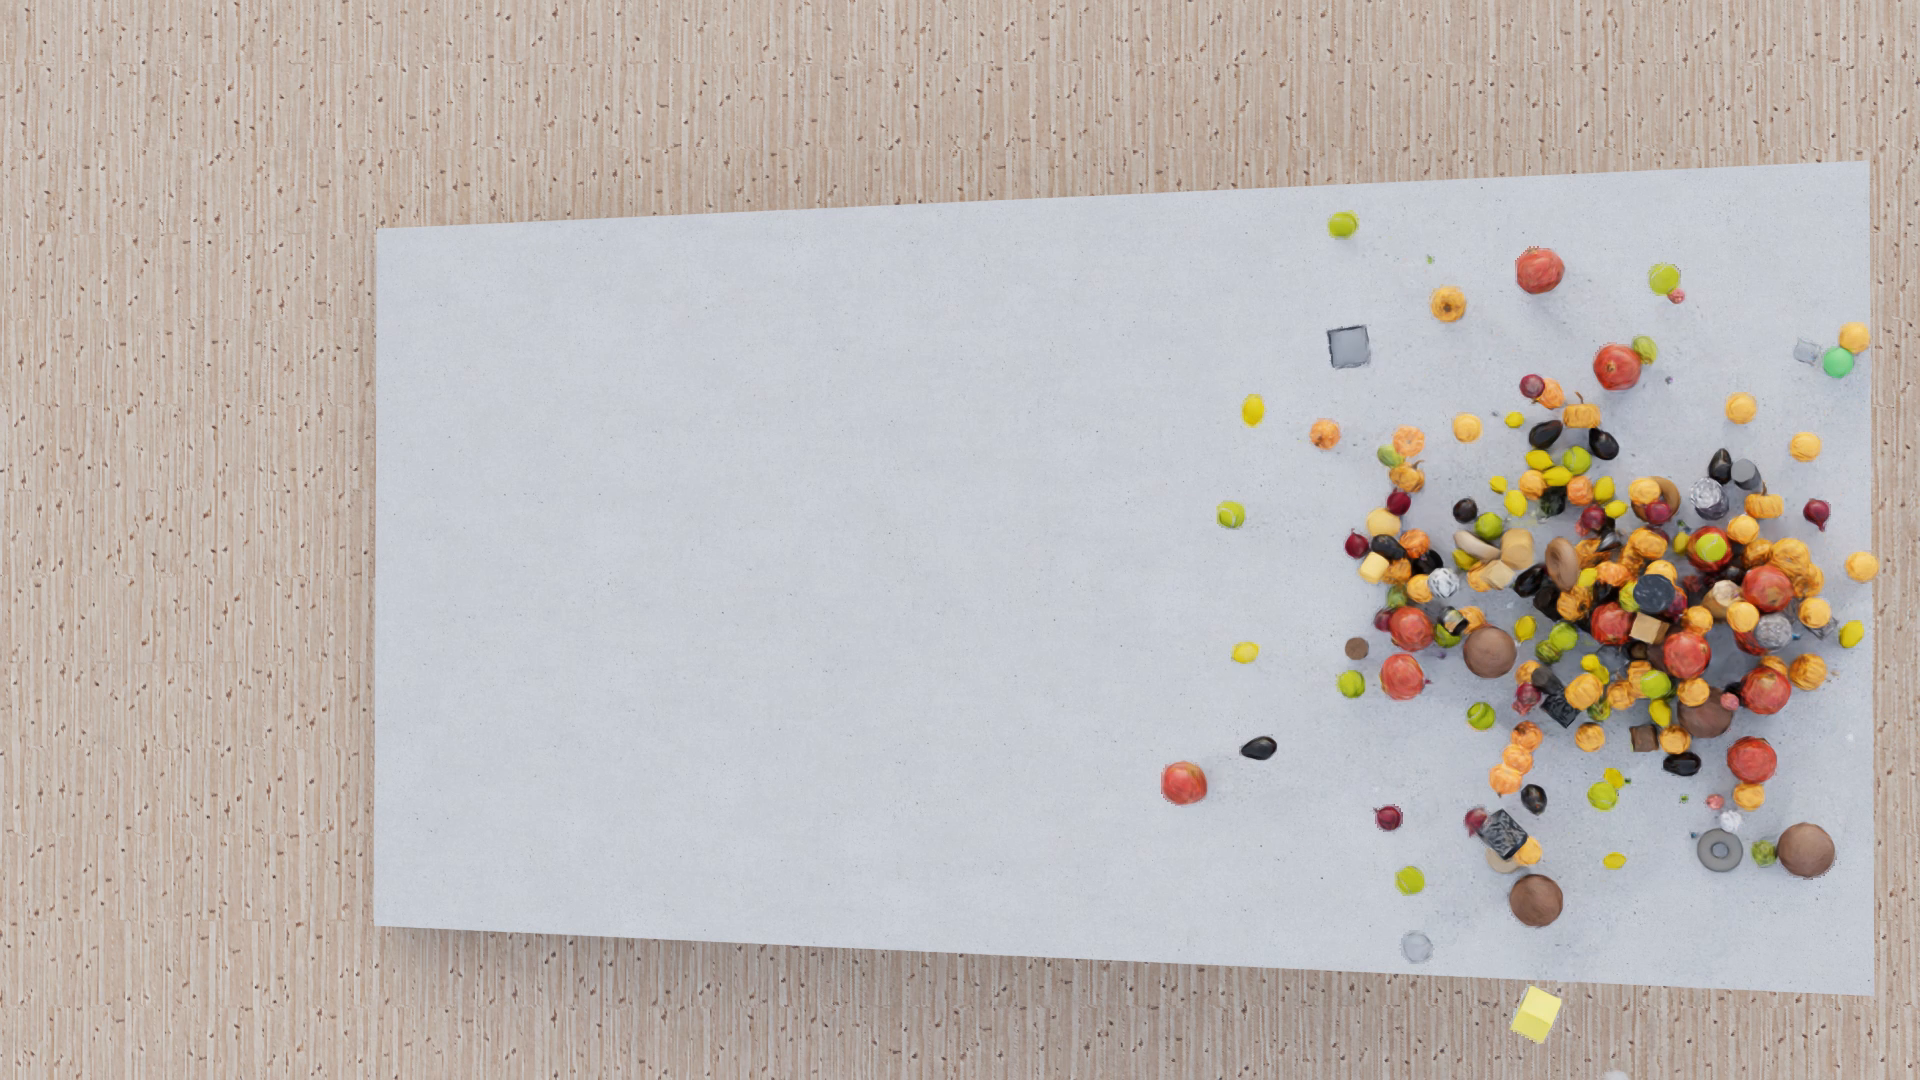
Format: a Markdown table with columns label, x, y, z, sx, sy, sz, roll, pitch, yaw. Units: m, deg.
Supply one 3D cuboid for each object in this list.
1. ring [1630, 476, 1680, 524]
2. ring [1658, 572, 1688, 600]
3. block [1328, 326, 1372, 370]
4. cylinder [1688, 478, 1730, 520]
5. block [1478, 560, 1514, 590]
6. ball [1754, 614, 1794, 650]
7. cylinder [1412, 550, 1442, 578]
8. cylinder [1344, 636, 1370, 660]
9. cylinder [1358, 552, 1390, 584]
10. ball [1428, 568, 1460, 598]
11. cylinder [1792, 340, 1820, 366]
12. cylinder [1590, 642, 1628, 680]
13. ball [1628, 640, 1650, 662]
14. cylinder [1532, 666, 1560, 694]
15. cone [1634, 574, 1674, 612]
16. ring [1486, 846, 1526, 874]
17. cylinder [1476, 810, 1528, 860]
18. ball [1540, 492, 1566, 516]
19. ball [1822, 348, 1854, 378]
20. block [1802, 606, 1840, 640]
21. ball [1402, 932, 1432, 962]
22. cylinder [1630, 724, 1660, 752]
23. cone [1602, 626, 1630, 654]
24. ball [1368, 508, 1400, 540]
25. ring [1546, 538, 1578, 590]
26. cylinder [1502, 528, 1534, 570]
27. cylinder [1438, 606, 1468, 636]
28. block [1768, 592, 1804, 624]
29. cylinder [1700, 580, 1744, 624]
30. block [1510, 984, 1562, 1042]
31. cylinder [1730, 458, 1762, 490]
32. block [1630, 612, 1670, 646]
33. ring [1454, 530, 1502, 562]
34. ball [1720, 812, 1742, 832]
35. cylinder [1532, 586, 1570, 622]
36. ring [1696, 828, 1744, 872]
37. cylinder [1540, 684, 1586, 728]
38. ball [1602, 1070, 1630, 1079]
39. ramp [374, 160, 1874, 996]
| label | x | y | z | sx | sy | sz | roll | pitch | yaw |
| --- | --- | --- | --- | --- | --- | --- | --- | --- | --- |
| ring | 1.697 | -0.097 | 5.365 | 0.117 | 0.039 | 0.117 | 0 | 91 | 14 |
| ring | 1.730 | 0.112 | 5.339 | 0.092 | 0.092 | 0.031 | 43 | 94 | 1 |
| block | 0.984 | -0.485 | 5.550 | 0.093 | 0.093 | 0.093 | -7 | 87 | 15 |
| cylinder | 1.810 | -0.097 | 5.312 | 0.078 | 0.078 | 0.078 | -15 | 59 | 27 |
| block | 1.311 | 0.085 | 5.371 | 0.052 | 0.052 | 0.052 | 41 | 83 | -5 |
| ball | 1.915 | 0.216 | 5.177 | 0.088 | 0.088 | 0.088 | 0 | 89 | 0 |
| cylinder | 1.170 | 0.060 | 5.501 | 0.053 | 0.053 | 0.053 | 20 | 56 | -32 |
| cylinder | 1.002 | 0.274 | 5.551 | 0.057 | 0.057 | 0.057 | 0 | 89 | 15 |
| cylinder | 1.024 | 0.070 | 5.442 | 0.056 | 0.056 | 0.056 | 36 | 80 | 1 |
| ball | 1.191 | 0.105 | 5.420 | 0.076 | 0.076 | 0.076 | 0 | 89 | 0 |
| cylinder | 2.033 | -0.451 | 5.286 | 0.050 | 0.050 | 0.050 | 22 | 89 | 14 |
| cylinder | 1.587 | 0.295 | 5.384 | 0.066 | 0.066 | 0.066 | -42 | 73 | -1 |
| ball | 1.659 | 0.272 | 5.376 | 0.052 | 0.052 | 0.052 | 0 | 89 | 0 |
| cylinder | 1.426 | 0.342 | 5.351 | 0.052 | 0.052 | 0.052 | 37 | 89 | -36 |
| cone | 1.646 | 0.121 | 5.207 | 0.092 | 0.092 | 0.092 | 2 | 94 | 20 |
| ring | 1.355 | 0.780 | 5.461 | 0.098 | 0.033 | 0.098 | 0 | 88 | 17 |
| cylinder | 1.309 | 0.710 | 5.303 | 0.087 | 0.087 | 0.087 | 45 | 89 | 3 |
| ball | 1.464 | -0.090 | 5.429 | 0.062 | 0.062 | 0.062 | 0 | 89 | 0 |
| ball | 2.097 | -0.423 | 5.251 | 0.070 | 0.070 | 0.070 | 0 | 89 | 0 |
| block | 2.060 | 0.200 | 5.264 | 0.058 | 0.058 | 0.058 | 41 | 100 | 14 |
| ball | 1.142 | 1.018 | 5.494 | 0.074 | 0.074 | 0.074 | 0 | 89 | 0 |
| cylinder | 1.669 | 0.484 | 5.363 | 0.062 | 0.062 | 0.062 | -8 | 87 | 0 |
| cone | 1.621 | 0.233 | 5.387 | 0.064 | 0.064 | 0.064 | 40 | 86 | 1 |
| ball | 1.065 | -0.040 | 5.526 | 0.082 | 0.082 | 0.082 | 0 | 89 | 0 |
| ring | 1.457 | 0.058 | 5.320 | 0.044 | 0.131 | 0.131 | -9 | 89 | -7 |
| cylinder | 1.370 | 0.023 | 5.403 | 0.077 | 0.077 | 0.077 | 6 | 124 | 9 |
| cylinder | 1.212 | 0.200 | 5.407 | 0.054 | 0.054 | 0.054 | -42 | 53 | -1 |
| block | 1.986 | 0.167 | 5.285 | 0.058 | 0.058 | 0.058 | 35 | 98 | 14 |
| cylinder | 1.824 | 0.149 | 5.266 | 0.079 | 0.079 | 0.079 | 4 | 58 | -7 |
| block | 1.406 | 1.155 | 5.363 | 0.081 | 0.081 | 0.081 | 25 | 46 | 14 |
| cylinder | 1.894 | -0.157 | 5.301 | 0.059 | 0.059 | 0.059 | -13 | 63 | 29 |
| block | 1.651 | 0.214 | 5.266 | 0.060 | 0.060 | 0.060 | 24 | 96 | 35 |
| ring | 1.281 | 0.017 | 5.442 | 0.128 | 0.128 | 0.043 | 28 | 103 | 0 |
| ball | 1.852 | 0.677 | 5.282 | 0.052 | 0.052 | 0.052 | 0 | 89 | 0 |
| cylinder | 1.456 | 0.157 | 5.414 | 0.063 | 0.063 | 0.063 | 35 | 89 | -22 |
| ring | 1.841 | 0.752 | 5.328 | 0.107 | 0.036 | 0.107 | 0 | 89 | 17 |
| cylinder | 1.477 | 0.406 | 5.388 | 0.078 | 0.078 | 0.078 | 42 | 89 | 2 |
| ball | 1.623 | 1.348 | 5.443 | 0.070 | 0.070 | 0.070 | 0 | 89 | 0 |
| ramp | 0.266 | 0.097 | 5.836 | 4.000 | 0.100 | 2.000 | 0 | 89 | 15 |
